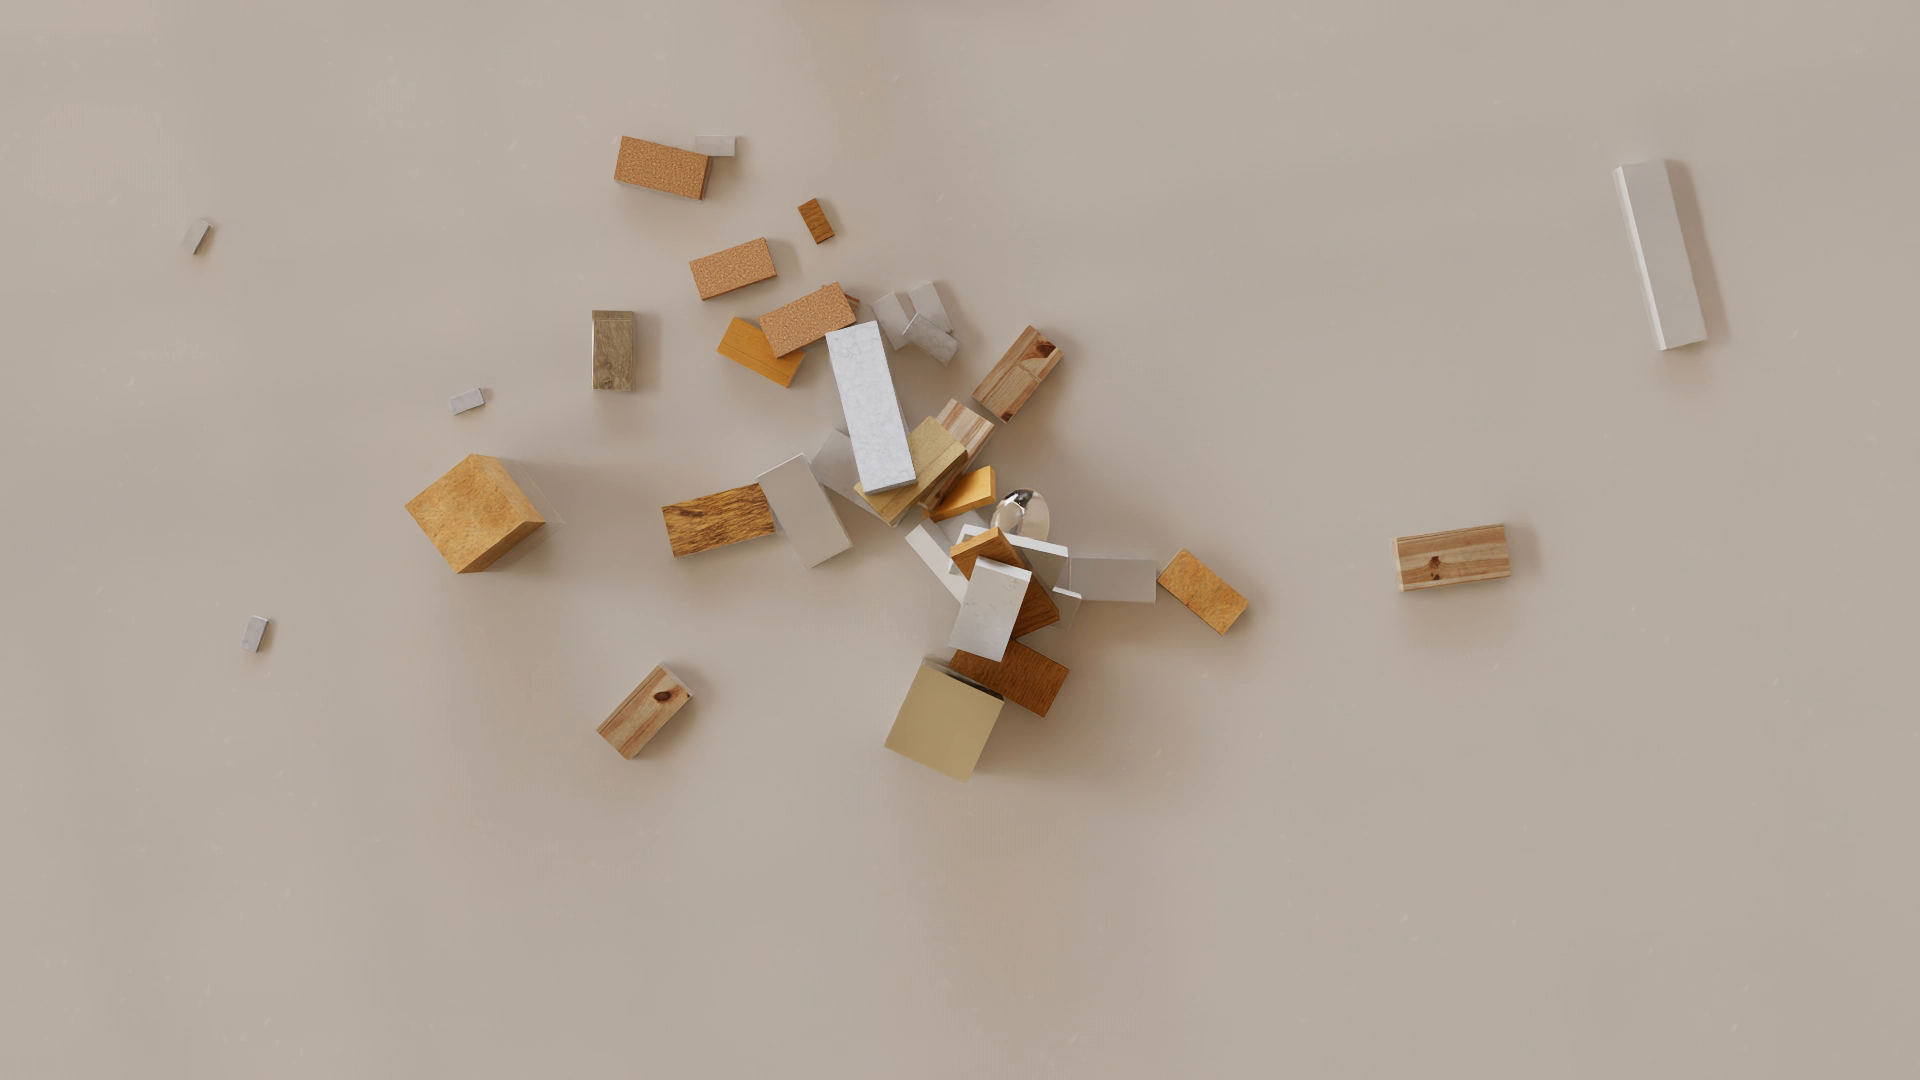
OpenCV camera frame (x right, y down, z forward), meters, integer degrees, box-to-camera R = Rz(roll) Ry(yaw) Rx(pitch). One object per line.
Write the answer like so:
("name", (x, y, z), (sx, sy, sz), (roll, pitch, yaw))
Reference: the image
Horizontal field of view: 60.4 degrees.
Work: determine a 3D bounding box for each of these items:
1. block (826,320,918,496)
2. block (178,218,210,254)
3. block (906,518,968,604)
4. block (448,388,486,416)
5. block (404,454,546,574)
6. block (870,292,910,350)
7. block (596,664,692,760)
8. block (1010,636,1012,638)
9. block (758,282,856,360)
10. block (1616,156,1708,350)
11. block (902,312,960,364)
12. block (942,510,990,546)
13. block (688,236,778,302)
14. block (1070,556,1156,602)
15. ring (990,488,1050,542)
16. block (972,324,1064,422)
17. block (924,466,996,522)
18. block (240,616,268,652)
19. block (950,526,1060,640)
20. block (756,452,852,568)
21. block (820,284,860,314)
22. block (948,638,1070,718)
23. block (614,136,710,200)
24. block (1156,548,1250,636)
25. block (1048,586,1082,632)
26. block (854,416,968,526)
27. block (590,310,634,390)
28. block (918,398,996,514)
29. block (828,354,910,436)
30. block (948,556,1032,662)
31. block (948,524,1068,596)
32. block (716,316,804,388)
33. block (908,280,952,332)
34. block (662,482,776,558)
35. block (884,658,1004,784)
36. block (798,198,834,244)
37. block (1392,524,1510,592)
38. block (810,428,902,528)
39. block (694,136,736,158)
("block", (-0.290, -0.432, 5.370), (0.174, 0.049, 0.559), (-15, 76, 1))
("block", (-2.549, -1.012, 5.492), (0.056, 0.016, 0.112), (29, 90, 0))
("block", (-0.046, 0.072, 5.424), (0.042, 0.149, 0.299), (-40, 90, -28))
("block", (-1.644, -0.461, 5.492), (0.112, 0.016, 0.056), (-21, 90, 0))
("block", (-1.571, -0.084, 5.364), (0.273, 0.273, 0.273), (-38, 90, 0))
("block", (-0.219, -0.727, 5.488), (0.087, 0.025, 0.175), (-28, 90, 0))
("block", (-1.049, 0.573, 5.479), (0.149, 0.042, 0.299), (44, 90, 0))
("block", (0.130, 0.360, 5.482), (0.125, 0.035, 0.250), (-24, 90, 0))
("block", (-0.504, -0.725, 5.450), (0.291, 0.041, 0.145), (-25, 87, -3))
("block", (2.332, -0.952, 5.480), (0.141, 0.040, 0.624), (-14, 90, 0))
("block", (-0.094, -0.666, 5.463), (0.175, 0.025, 0.087), (33, 98, -12))
("block", (0.030, -0.019, 5.436), (0.128, 0.128, 0.128), (-39, 90, 0))
("block", (-0.754, -0.900, 5.481), (0.262, 0.037, 0.131), (-19, 90, 0))
("block", (0.508, 0.131, 5.480), (0.283, 0.040, 0.141), (2, 90, 0))
("ring", (0.196, -0.039, 5.393), (0.088, 0.265, 0.265), (16, 90, 37))
("block", (0.192, -0.550, 5.479), (0.149, 0.042, 0.299), (40, 90, 0))
("block", (-0.002, -0.146, 5.401), (0.250, 0.035, 0.125), (-19, 49, 23))
("block", (-2.350, 0.313, 5.492), (0.056, 0.016, 0.112), (19, 90, 0))
("block", (0.147, 0.142, 5.308), (0.172, 0.049, 0.416), (-25, 126, 18))
("block", (-0.513, -0.096, 5.442), (0.172, 0.049, 0.344), (-27, 99, 4))
("block", (-0.409, -0.793, 5.490), (0.136, 0.019, 0.068), (23, 90, 0))
("block", (0.162, 0.422, 5.439), (0.356, 0.050, 0.178), (28, 90, 0))
("block", (-0.988, -1.234, 5.469), (0.291, 0.041, 0.145), (13, 98, 0))
("block", (0.806, 0.172, 5.480), (0.283, 0.040, 0.141), (40, 90, 0))
("block", (0.261, 0.207, 5.441), (0.250, 0.035, 0.125), (16, 112, -8))
("block", (-0.160, -0.225, 5.366), (0.347, 0.049, 0.174), (-44, 72, -7))
("block", (-1.155, -0.630, 5.481), (0.131, 0.037, 0.262), (1, 90, 0))
("block", (-0.057, -0.277, 5.421), (0.175, 0.050, 0.350), (33, 79, 17))
("block", (-0.299, -0.473, 5.447), (0.175, 0.050, 0.350), (-18, 81, 0))
("block", (0.094, 0.223, 5.285), (0.178, 0.050, 0.356), (17, 128, 0))
("block", (0.154, 0.065, 5.308), (0.347, 0.049, 0.174), (13, 128, -12))
("block", (-0.662, -0.623, 5.481), (0.262, 0.037, 0.131), (27, 90, 0))
("block", (-0.099, -0.763, 5.488), (0.087, 0.025, 0.175), (-24, 90, 0))
("block", (-0.799, -0.067, 5.476), (0.344, 0.049, 0.172), (-14, 90, 0))
("block", (-0.050, 0.582, 5.356), (0.288, 0.288, 0.288), (25, 90, 0))
("block", (-0.479, -1.061, 5.490), (0.068, 0.019, 0.136), (-28, 90, 0))
("block", (1.631, 0.058, 5.475), (0.356, 0.050, 0.178), (-8, 90, 0))
("block", (-0.317, -0.206, 5.475), (0.350, 0.050, 0.175), (31, 90, 0))
("block", (-0.818, -1.310, 5.490), (0.136, 0.019, 0.068), (0, 90, 0))
